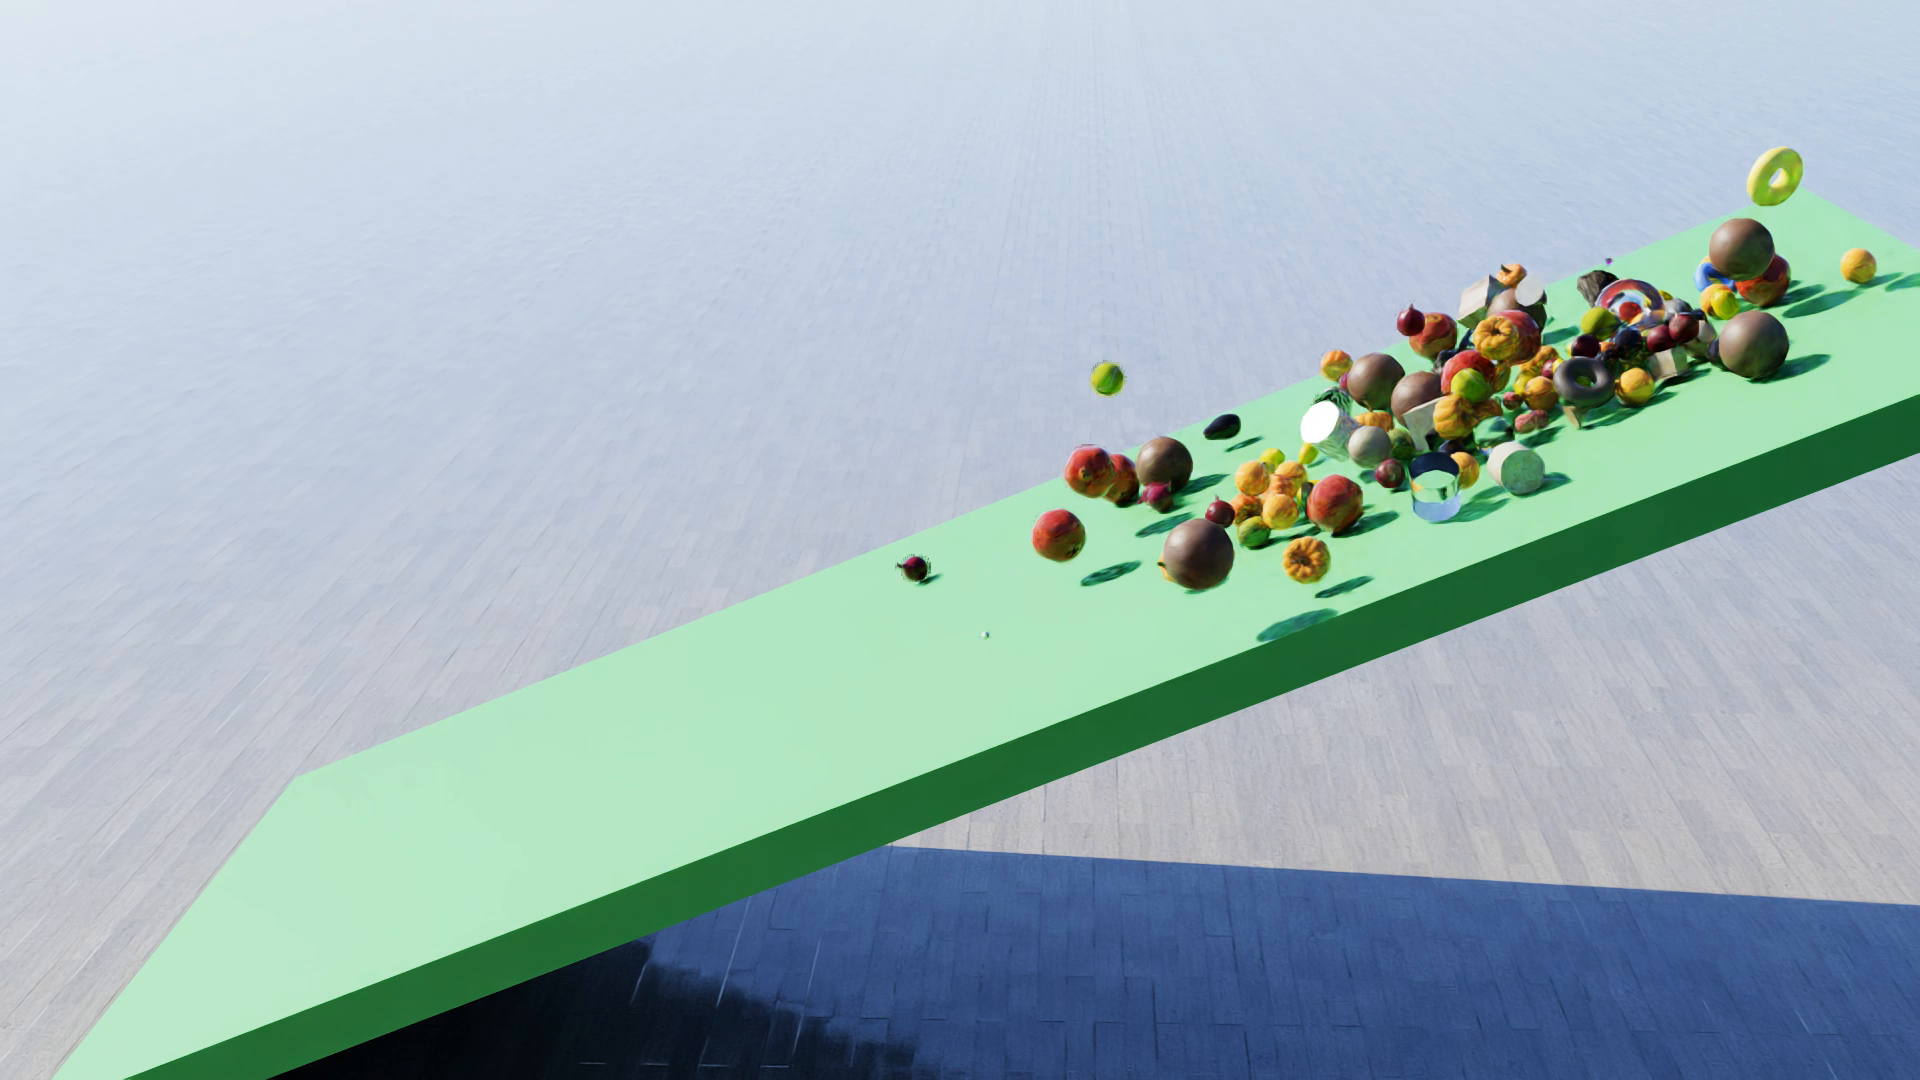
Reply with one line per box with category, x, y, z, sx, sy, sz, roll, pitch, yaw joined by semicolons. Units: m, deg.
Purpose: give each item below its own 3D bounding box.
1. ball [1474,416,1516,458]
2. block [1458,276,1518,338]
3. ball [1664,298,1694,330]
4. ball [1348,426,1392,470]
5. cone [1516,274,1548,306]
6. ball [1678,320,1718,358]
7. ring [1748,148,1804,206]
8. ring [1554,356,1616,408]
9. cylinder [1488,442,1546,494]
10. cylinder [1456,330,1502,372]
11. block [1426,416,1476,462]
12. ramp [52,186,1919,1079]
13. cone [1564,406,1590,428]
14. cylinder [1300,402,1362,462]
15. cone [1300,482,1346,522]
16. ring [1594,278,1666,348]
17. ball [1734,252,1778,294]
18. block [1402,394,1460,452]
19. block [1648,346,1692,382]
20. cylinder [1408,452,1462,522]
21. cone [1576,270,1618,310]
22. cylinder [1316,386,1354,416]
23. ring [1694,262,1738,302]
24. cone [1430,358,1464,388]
ball;1.050;-0.202;5.780;0.081;0.081;0.081;0;14;0
block;1.211;-0.532;6.739;0.091;0.091;0.091;30;-35;-22
ball;1.493;-0.470;6.128;0.067;0.067;0.067;0;14;0
ball;0.825;-0.186;5.922;0.090;0.090;0.090;0;14;0
cone;1.166;-0.490;5.924;0.067;0.067;0.067;26;-7;-42
ball;1.473;-0.400;5.864;0.078;0.078;0.078;0;14;0
ring;1.617;-0.720;5.833;0.127;0.127;0.042;-7;34;-27
ring;1.217;-0.307;5.731;0.124;0.041;0.124;2;49;-3
cylinder;1.039;-0.134;5.492;0.086;0.086;0.086;-1;12;-6
cylinder;1.074;-0.391;6.083;0.068;0.068;0.068;26;25;26
block;0.987;-0.198;5.904;0.069;0.069;0.069;-15;15;34
ramp;0.126;0.172;6.288;4.000;0.100;2.000;-21;12;8
cone;1.213;-0.252;5.734;0.052;0.052;0.052;-33;20;-5
cylinder;0.768;-0.223;6.056;0.094;0.094;0.094;30;-7;-37
cone;0.738;-0.085;5.893;0.083;0.083;0.083;-12;17;-17
ring;1.385;-0.469;6.075;0.147;0.147;0.049;1;-10;4
ball;1.666;-0.558;6.162;0.088;0.088;0.088;0;14;0
block;0.972;-0.240;6.027;0.084;0.084;0.084;-22;3;29
block;1.395;-0.345;5.786;0.054;0.054;0.054;-17;-4;44
cylinder;0.891;-0.100;5.517;0.092;0.092;0.092;-7;47;7
cone;1.361;-0.510;6.268;0.091;0.091;0.091;4;-30;2
cylinder;0.831;-0.295;6.537;0.083;0.083;0.083;2;9;10
ring;1.592;-0.544;6.191;0.097;0.032;0.097;7;55;-10
cone;1.089;-0.364;6.518;0.069;0.069;0.069;10;11;-19
